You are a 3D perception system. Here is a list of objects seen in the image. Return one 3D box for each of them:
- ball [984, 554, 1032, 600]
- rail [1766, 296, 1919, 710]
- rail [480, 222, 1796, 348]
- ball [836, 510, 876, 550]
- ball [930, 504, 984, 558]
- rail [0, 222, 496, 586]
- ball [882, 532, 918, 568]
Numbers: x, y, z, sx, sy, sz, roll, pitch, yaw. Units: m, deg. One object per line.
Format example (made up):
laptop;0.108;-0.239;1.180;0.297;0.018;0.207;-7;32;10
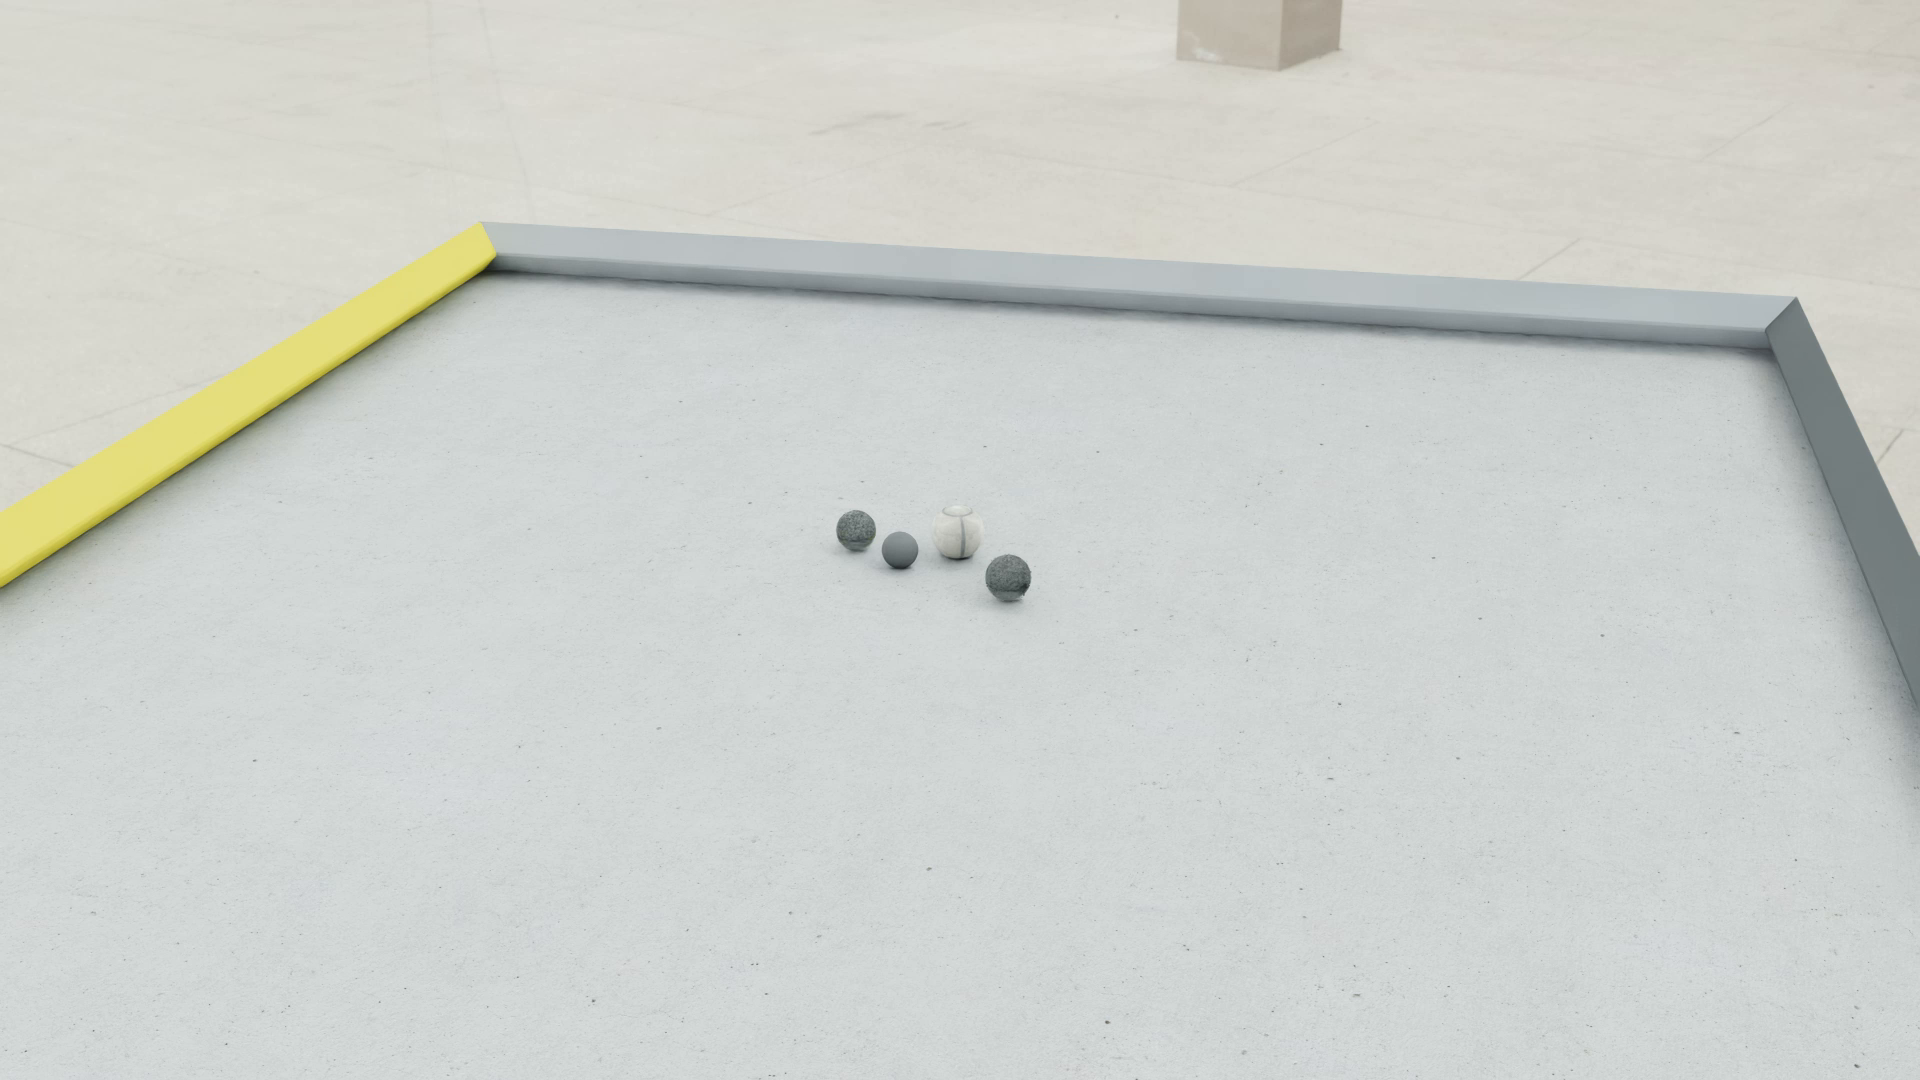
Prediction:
ball;0.054;0.042;2.439;0.052;0.052;0.052;0;23;0
rail;0.776;0.462;1.398;0.045;0.081;4.156;5;23;11
rail;0.215;-0.399;3.449;2.085;0.081;0.045;5;23;11
ball;-0.121;-0.011;2.571;0.048;0.048;0.048;0;23;0
ball;-0.003;-0.010;2.548;0.063;0.063;0.063;0;23;0
rail;-1.216;0.295;1.796;0.045;0.081;4.156;5;23;11
ball;-0.069;0.011;2.524;0.042;0.042;0.042;0;23;0
